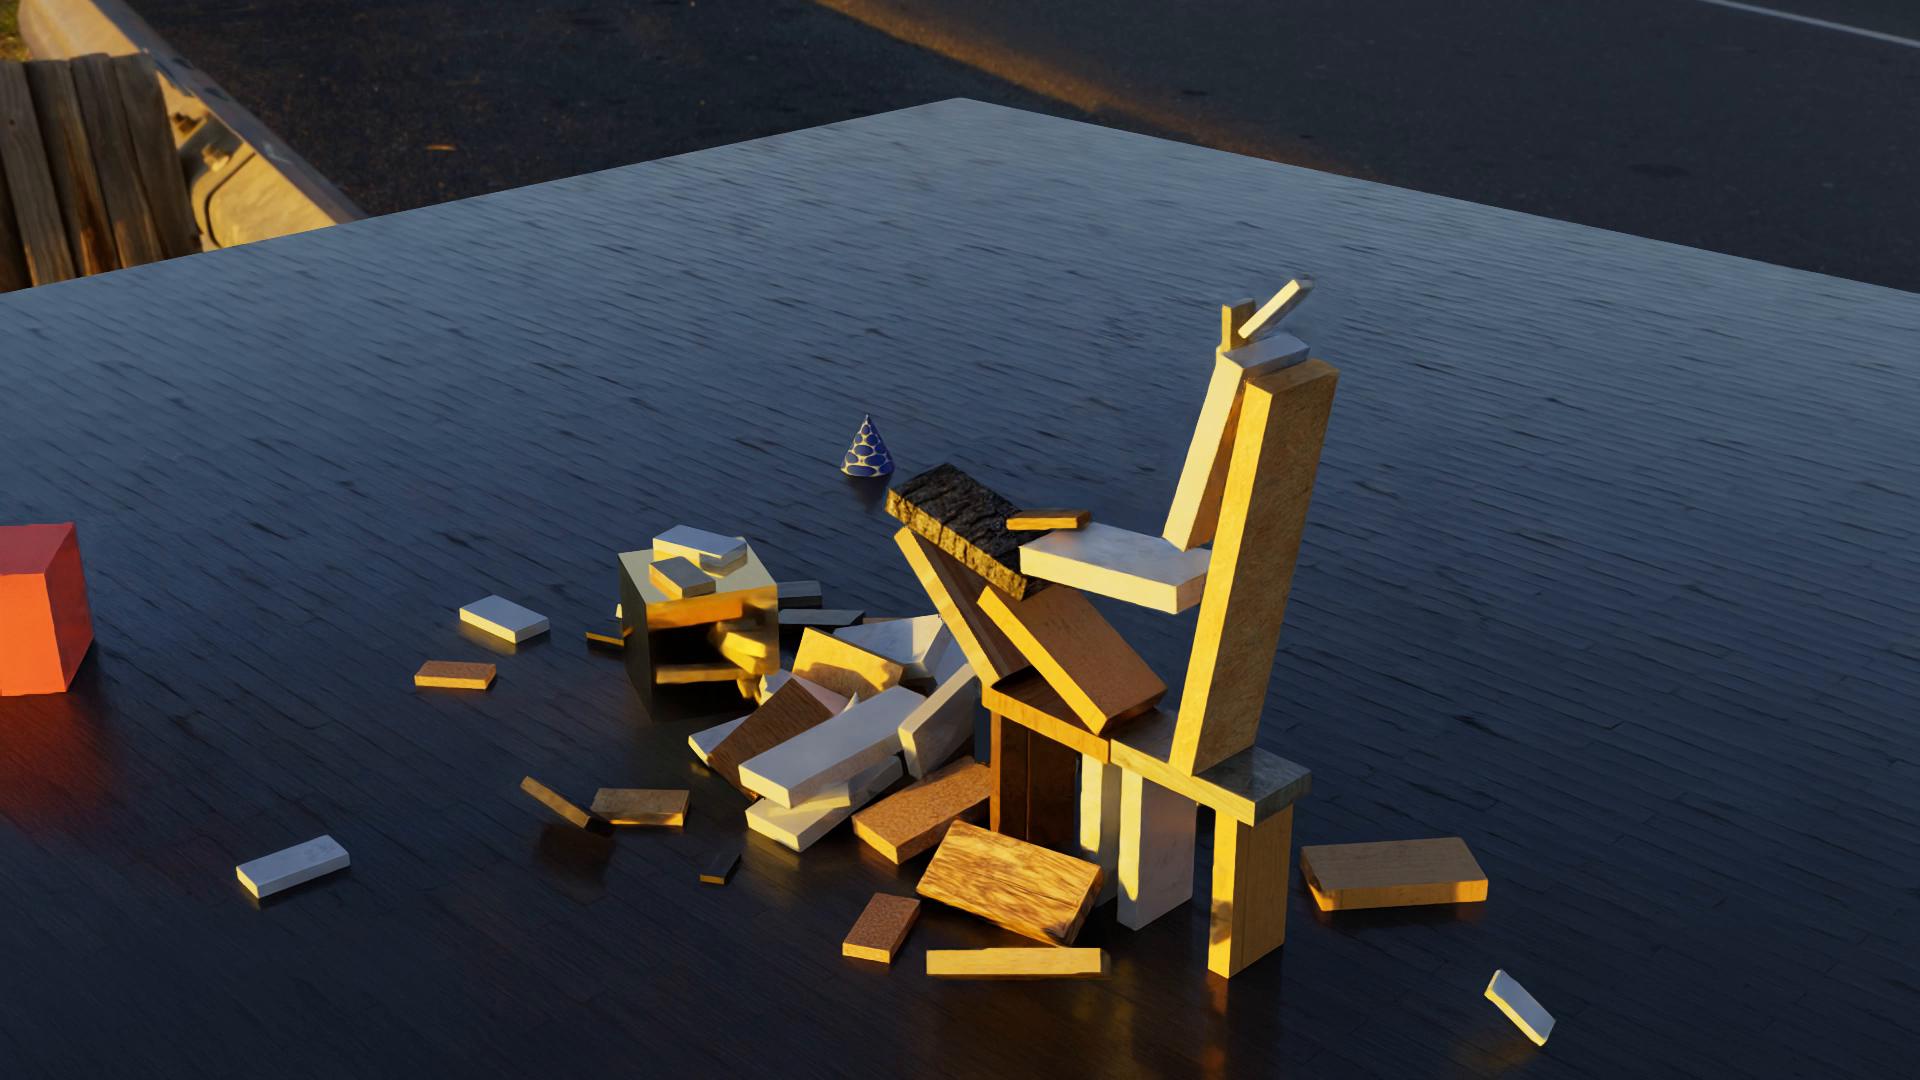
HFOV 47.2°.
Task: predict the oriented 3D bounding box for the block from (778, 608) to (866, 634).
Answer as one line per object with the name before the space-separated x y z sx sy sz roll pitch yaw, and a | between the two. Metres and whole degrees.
block | -0.342 0.195 5.222 0.217 0.027 0.096 1 19 23

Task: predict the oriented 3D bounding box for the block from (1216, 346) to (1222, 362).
block | 0.447 -0.270 3.646 0.015 0.109 0.054 16 24 42

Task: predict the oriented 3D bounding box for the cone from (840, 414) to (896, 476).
cone | -0.260 -0.283 6.223 0.160 0.160 0.160 0 23 0

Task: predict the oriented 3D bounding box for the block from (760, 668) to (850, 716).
block | -0.308 0.359 4.747 0.226 0.032 0.113 24 25 4

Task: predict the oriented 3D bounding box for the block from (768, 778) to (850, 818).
block | -0.302 0.507 4.382 0.163 0.023 0.081 -8 31 0

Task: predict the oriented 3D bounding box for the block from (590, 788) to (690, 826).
block | -0.648 0.540 4.454 0.187 0.027 0.094 1 23 2

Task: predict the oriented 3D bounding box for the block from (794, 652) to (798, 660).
block | -0.289 0.255 5.127 0.093 0.026 0.185 16 28 34

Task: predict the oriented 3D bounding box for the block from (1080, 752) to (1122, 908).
block | 0.296 0.514 4.136 0.046 0.322 0.161 20 30 38

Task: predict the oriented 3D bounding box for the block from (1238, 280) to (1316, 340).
block | 0.510 -0.371 3.535 0.063 0.127 0.018 -10 62 -56

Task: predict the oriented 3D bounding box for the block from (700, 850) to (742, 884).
block | -0.462 0.632 4.254 0.048 0.014 0.096 6 24 14

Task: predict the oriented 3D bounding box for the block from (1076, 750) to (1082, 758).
block | 0.213 0.427 4.728 0.071 0.020 0.141 -5 23 -11

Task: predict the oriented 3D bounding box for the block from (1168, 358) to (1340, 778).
block | 0.492 0.058 3.718 0.179 0.748 0.051 -21 41 -40

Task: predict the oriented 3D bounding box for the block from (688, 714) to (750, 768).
block | -0.464 0.419 4.710 0.220 0.023 0.083 -18 44 -33

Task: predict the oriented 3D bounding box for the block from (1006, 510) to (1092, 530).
block | 0.166 -0.038 4.100 0.141 0.020 0.071 -1 13 26

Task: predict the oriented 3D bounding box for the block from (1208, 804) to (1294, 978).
block | 0.519 0.603 3.923 0.163 0.326 0.046 -21 31 -41

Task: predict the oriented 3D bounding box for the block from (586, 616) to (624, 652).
block | -0.763 0.230 5.181 0.208 0.029 0.104 11 25 23

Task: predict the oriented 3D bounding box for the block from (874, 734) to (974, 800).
block | 0.006 0.403 4.580 0.462 0.038 0.133 -34 40 -25

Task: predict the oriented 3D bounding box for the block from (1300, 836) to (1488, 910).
block | 0.827 0.637 4.202 0.318 0.045 0.159 -3 23 -6

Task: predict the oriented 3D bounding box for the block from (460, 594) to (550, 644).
block | -1.093 0.189 5.279 0.208 0.029 0.104 19 29 37

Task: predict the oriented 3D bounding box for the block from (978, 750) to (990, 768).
block | 0.080 0.481 4.539 0.092 0.026 0.185 -10 38 -23

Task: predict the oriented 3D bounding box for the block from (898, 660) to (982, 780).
block | -0.015 0.357 4.500 0.038 0.133 0.266 21 49 35

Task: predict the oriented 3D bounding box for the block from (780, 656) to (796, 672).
block | -0.391 0.299 4.957 0.065 0.018 0.131 -36 17 -11

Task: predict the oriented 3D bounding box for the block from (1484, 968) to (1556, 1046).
block | 0.957 0.798 3.757 0.127 0.018 0.063 44 39 4

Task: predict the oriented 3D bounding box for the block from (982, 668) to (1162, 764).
block | 0.212 0.318 4.128 0.161 0.046 0.322 -21 31 -40

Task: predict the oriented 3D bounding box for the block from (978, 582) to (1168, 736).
block | 0.209 0.196 4.088 0.173 0.049 0.346 -22 60 -41

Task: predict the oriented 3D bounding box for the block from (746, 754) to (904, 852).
block | -0.272 0.509 4.435 0.148 0.042 0.297 20 41 39

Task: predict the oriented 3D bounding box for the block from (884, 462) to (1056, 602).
block | 0.044 -0.019 4.174 0.346 0.049 0.173 34 39 27

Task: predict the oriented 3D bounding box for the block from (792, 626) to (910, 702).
block | -0.241 0.286 4.820 0.251 0.113 0.032 21 10 21

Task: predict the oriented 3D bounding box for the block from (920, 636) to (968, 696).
block | -0.010 0.297 4.902 0.159 0.045 0.319 10 25 -22

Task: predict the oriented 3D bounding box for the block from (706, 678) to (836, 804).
block | -0.388 0.414 4.568 0.133 0.038 0.266 40 52 9

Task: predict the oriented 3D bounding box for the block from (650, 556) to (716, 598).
block | -0.607 0.080 4.801 0.081 0.023 0.163 -14 27 -30

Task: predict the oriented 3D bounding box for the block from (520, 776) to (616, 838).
block | -0.779 0.531 4.374 0.187 0.027 0.094 26 -6 31

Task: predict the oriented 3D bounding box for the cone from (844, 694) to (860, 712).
cone | -0.223 0.378 4.643 0.125 0.125 0.125 1 64 2

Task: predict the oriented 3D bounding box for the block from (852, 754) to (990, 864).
block | -0.052 0.536 4.391 0.297 0.042 0.148 -25 33 -30

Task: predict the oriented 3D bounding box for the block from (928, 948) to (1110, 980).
block | 0.104 0.733 3.799 0.297 0.042 0.148 -3 -15 10

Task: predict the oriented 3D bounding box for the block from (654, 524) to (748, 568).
block | -0.585 0.012 4.955 0.192 0.027 0.096 14 26 29

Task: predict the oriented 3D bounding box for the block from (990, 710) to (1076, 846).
block | 0.143 0.449 4.290 0.161 0.322 0.046 -9 25 -21

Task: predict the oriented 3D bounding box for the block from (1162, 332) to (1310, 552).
block | 0.460 -0.162 3.672 0.179 0.357 0.051 -20 46 -41

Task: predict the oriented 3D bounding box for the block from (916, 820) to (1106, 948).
block | 0.094 0.640 4.097 0.318 0.045 0.159 14 58 30

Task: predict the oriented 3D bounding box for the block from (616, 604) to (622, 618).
block | -0.700 0.189 5.224 0.208 0.029 0.104 12 1 25

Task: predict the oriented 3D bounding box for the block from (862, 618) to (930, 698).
block | -0.131 0.273 5.024 0.159 0.045 0.319 0 26 -8

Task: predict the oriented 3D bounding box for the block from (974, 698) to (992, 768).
block | 0.119 0.392 4.454 0.131 0.131 0.131 -9 -18 29

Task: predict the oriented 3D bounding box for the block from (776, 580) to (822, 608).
block | -0.436 0.135 5.410 0.185 0.026 0.093 -3 23 -8

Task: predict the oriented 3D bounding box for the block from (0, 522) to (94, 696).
block | -2.179 0.159 5.008 0.293 0.293 0.293 -3 23 -7

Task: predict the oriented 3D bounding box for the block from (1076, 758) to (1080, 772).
block | 0.192 0.499 4.404 0.071 0.141 0.020 -15 44 -31

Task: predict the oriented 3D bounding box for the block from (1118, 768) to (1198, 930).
block | 0.366 0.543 4.063 0.046 0.326 0.163 22 31 40

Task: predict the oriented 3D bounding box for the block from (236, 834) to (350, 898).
block | -1.286 0.629 4.245 0.187 0.027 0.094 -18 29 -36

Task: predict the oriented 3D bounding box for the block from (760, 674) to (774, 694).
block | -0.358 0.375 4.751 0.113 0.032 0.226 11 27 -22

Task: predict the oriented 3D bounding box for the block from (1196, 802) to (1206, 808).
block | 0.536 0.494 4.504 0.141 0.071 0.020 -15 31 -32

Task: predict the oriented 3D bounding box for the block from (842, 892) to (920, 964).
block | -0.143 0.713 4.049 0.089 0.025 0.178 7 24 16

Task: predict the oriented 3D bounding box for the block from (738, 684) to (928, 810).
block | -0.232 0.416 4.468 0.421 0.045 0.159 -25 29 -36

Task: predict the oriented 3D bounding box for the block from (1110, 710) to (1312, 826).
block | 0.445 0.403 3.918 0.326 0.046 0.163 21 31 41

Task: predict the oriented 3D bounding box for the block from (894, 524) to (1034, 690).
block | 0.035 0.103 4.222 0.173 0.049 0.346 -22 75 -41

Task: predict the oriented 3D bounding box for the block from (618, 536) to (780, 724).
block | -0.584 0.198 4.924 0.290 0.290 0.290 -8 24 -19

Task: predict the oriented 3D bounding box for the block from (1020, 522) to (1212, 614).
block | 0.301 0.045 3.949 0.357 0.051 0.179 15 26 41

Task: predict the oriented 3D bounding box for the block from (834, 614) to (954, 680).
block | -0.174 0.250 4.913 0.319 0.045 0.159 -9 35 34

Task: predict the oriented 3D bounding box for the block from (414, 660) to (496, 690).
block | -1.148 0.307 5.009 0.163 0.023 0.081 3 23 6

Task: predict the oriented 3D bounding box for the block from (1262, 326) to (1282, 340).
block | 0.522 -0.305 3.675 0.015 0.109 0.054 37 79 32

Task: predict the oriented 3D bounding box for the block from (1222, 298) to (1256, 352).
block | 0.455 -0.327 3.601 0.063 0.127 0.018 -22 31 -40
